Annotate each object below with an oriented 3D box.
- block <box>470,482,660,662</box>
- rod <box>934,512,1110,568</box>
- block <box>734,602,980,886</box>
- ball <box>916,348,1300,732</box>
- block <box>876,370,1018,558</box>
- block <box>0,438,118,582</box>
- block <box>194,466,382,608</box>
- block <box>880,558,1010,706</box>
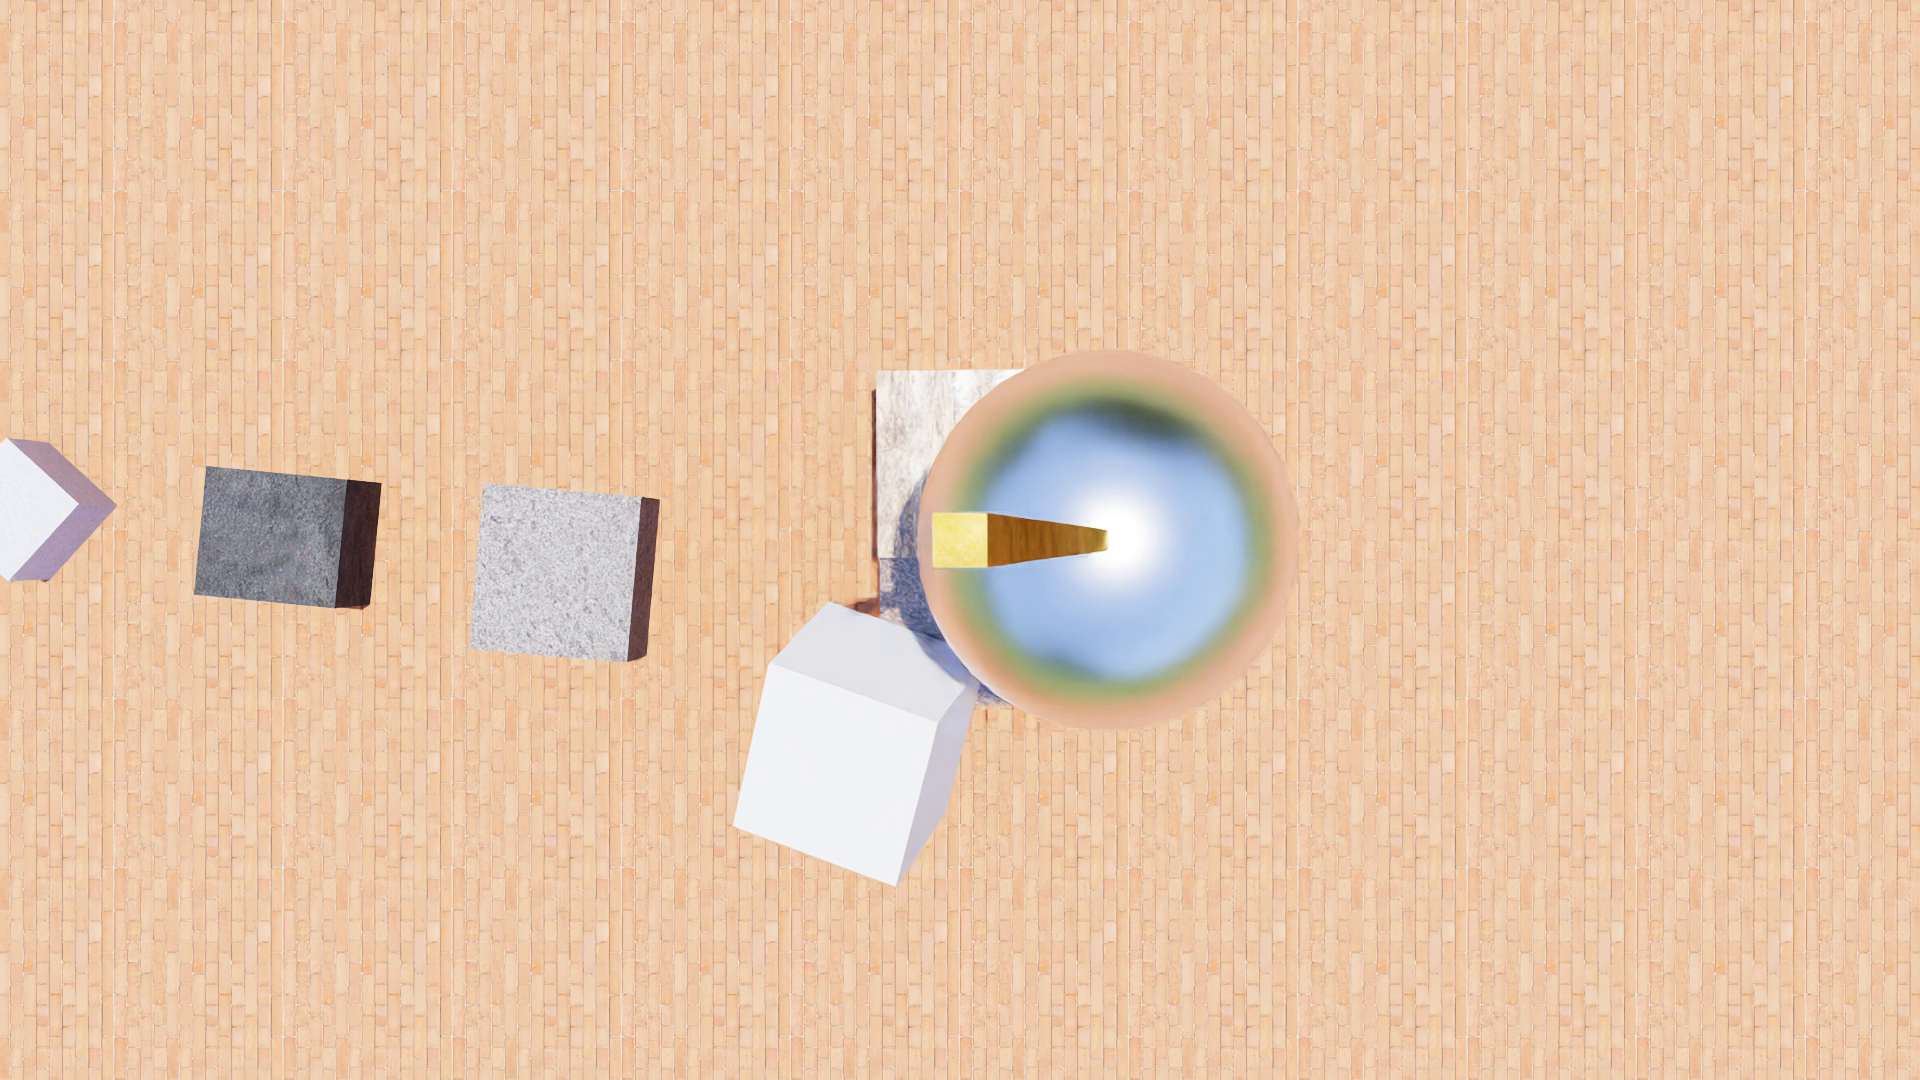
[{"bbox_3d":[-2.252,0.182,12.615,0.882,0.771,0.927,5,90,0],"label":"block"},{"bbox_3d":[0.267,0.000,5.830,0.080,5.200,0.080,0,90,6],"label":"rod"},{"bbox_3d":[-0.530,1.078,11.834,0.934,0.910,0.998,19,113,10],"label":"block"},{"bbox_3d":[0.615,0.000,9.212,1.600,1.600,1.600,0,90,0],"label":"ball"},{"bbox_3d":[0.010,-0.414,12.485,0.926,1.030,1.016,0,90,0],"label":"block"},{"bbox_3d":[-5.382,-0.173,12.710,0.555,0.581,0.591,42,90,0],"label":"block"},{"bbox_3d":[-3.845,-0.016,12.630,0.789,0.740,0.723,6,90,0],"label":"block"},{"bbox_3d":[-0.016,0.513,12.627,0.854,0.745,0.819,0,90,0],"label":"block"}]
